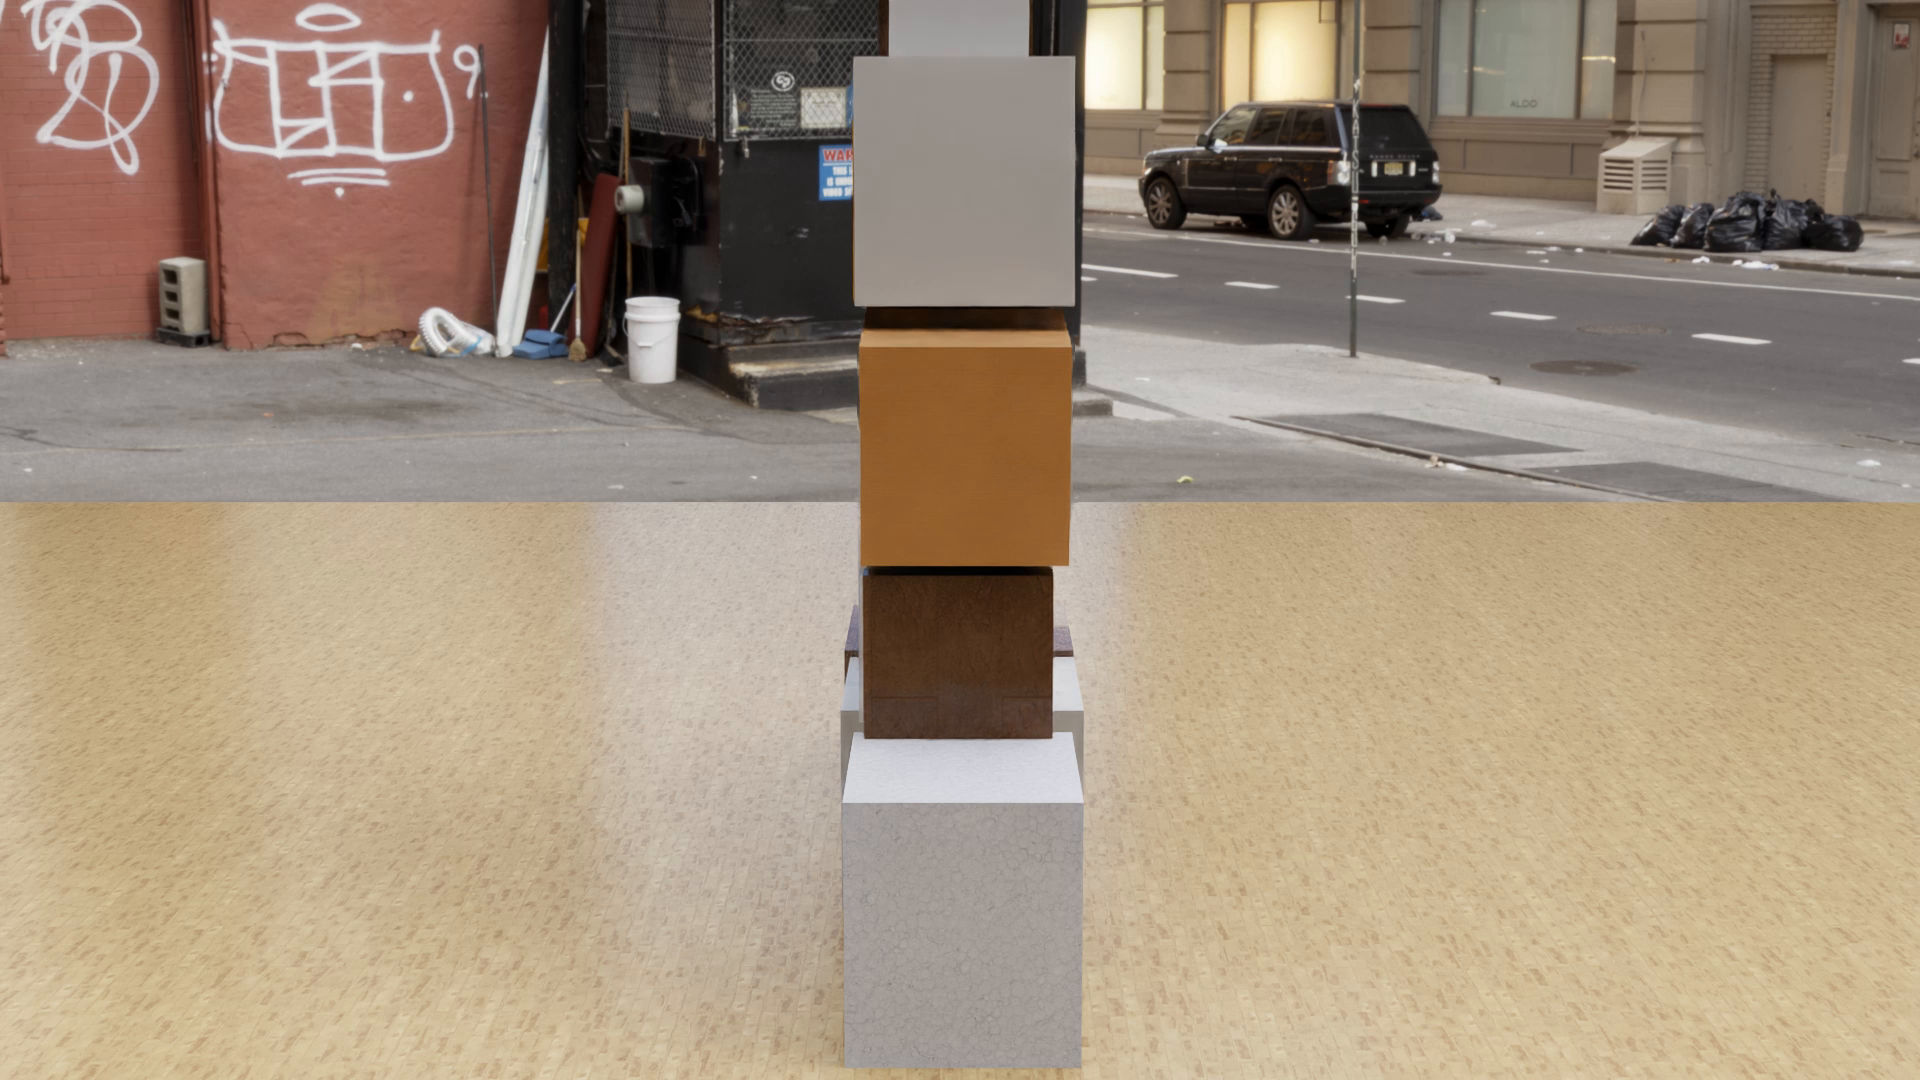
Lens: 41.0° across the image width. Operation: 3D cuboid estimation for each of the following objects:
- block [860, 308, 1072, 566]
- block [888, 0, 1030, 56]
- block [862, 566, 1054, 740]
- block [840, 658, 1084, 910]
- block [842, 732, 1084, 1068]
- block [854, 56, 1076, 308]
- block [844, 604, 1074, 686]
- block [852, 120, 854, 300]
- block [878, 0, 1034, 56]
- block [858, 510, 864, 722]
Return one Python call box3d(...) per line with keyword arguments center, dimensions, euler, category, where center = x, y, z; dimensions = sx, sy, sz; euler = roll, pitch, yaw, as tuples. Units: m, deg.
box3d(center=(0.019, -0.417, 9.970), dimensions=(0.783, 0.833, 0.896), euler=(0, 14, 0), category="block")
box3d(center=(-0.003, -2.150, 10.153), dimensions=(0.540, 0.547, 0.634), euler=(1, 6, 0), category="block")
box3d(center=(-0.008, 0.391, 10.131), dimensions=(0.725, 0.642, 0.683), euler=(0, 10, 0), category="block")
box3d(center=(0.009, 1.054, 11.337), dimensions=(1.024, 0.870, 1.000), euler=(0, 10, 0), category="block")
box3d(center=(0.011, 1.317, 9.572), dimensions=(0.847, 0.983, 0.980), euler=(0, 10, 0), category="block")
box3d(center=(0.016, -1.393, 10.152), dimensions=(0.837, 0.941, 0.886), euler=(0, 5, 0), category="block")
box3d(center=(-0.005, 0.856, 12.343), dimensions=(1.051, 0.899, 1.032), euler=(0, 10, 0), category="block")
box3d(center=(-0.010, -1.402, 11.001), dimensions=(0.875, 0.739, 0.744), euler=(0, 6, 0), category="block")
box3d(center=(-0.015, -2.333, 10.832), dimensions=(0.633, 0.748, 0.733), euler=(0, 9, 0), category="block")
box3d(center=(-0.023, 0.251, 10.829), dimensions=(0.785, 0.870, 0.708), euler=(0, 13, 0), category="block")
